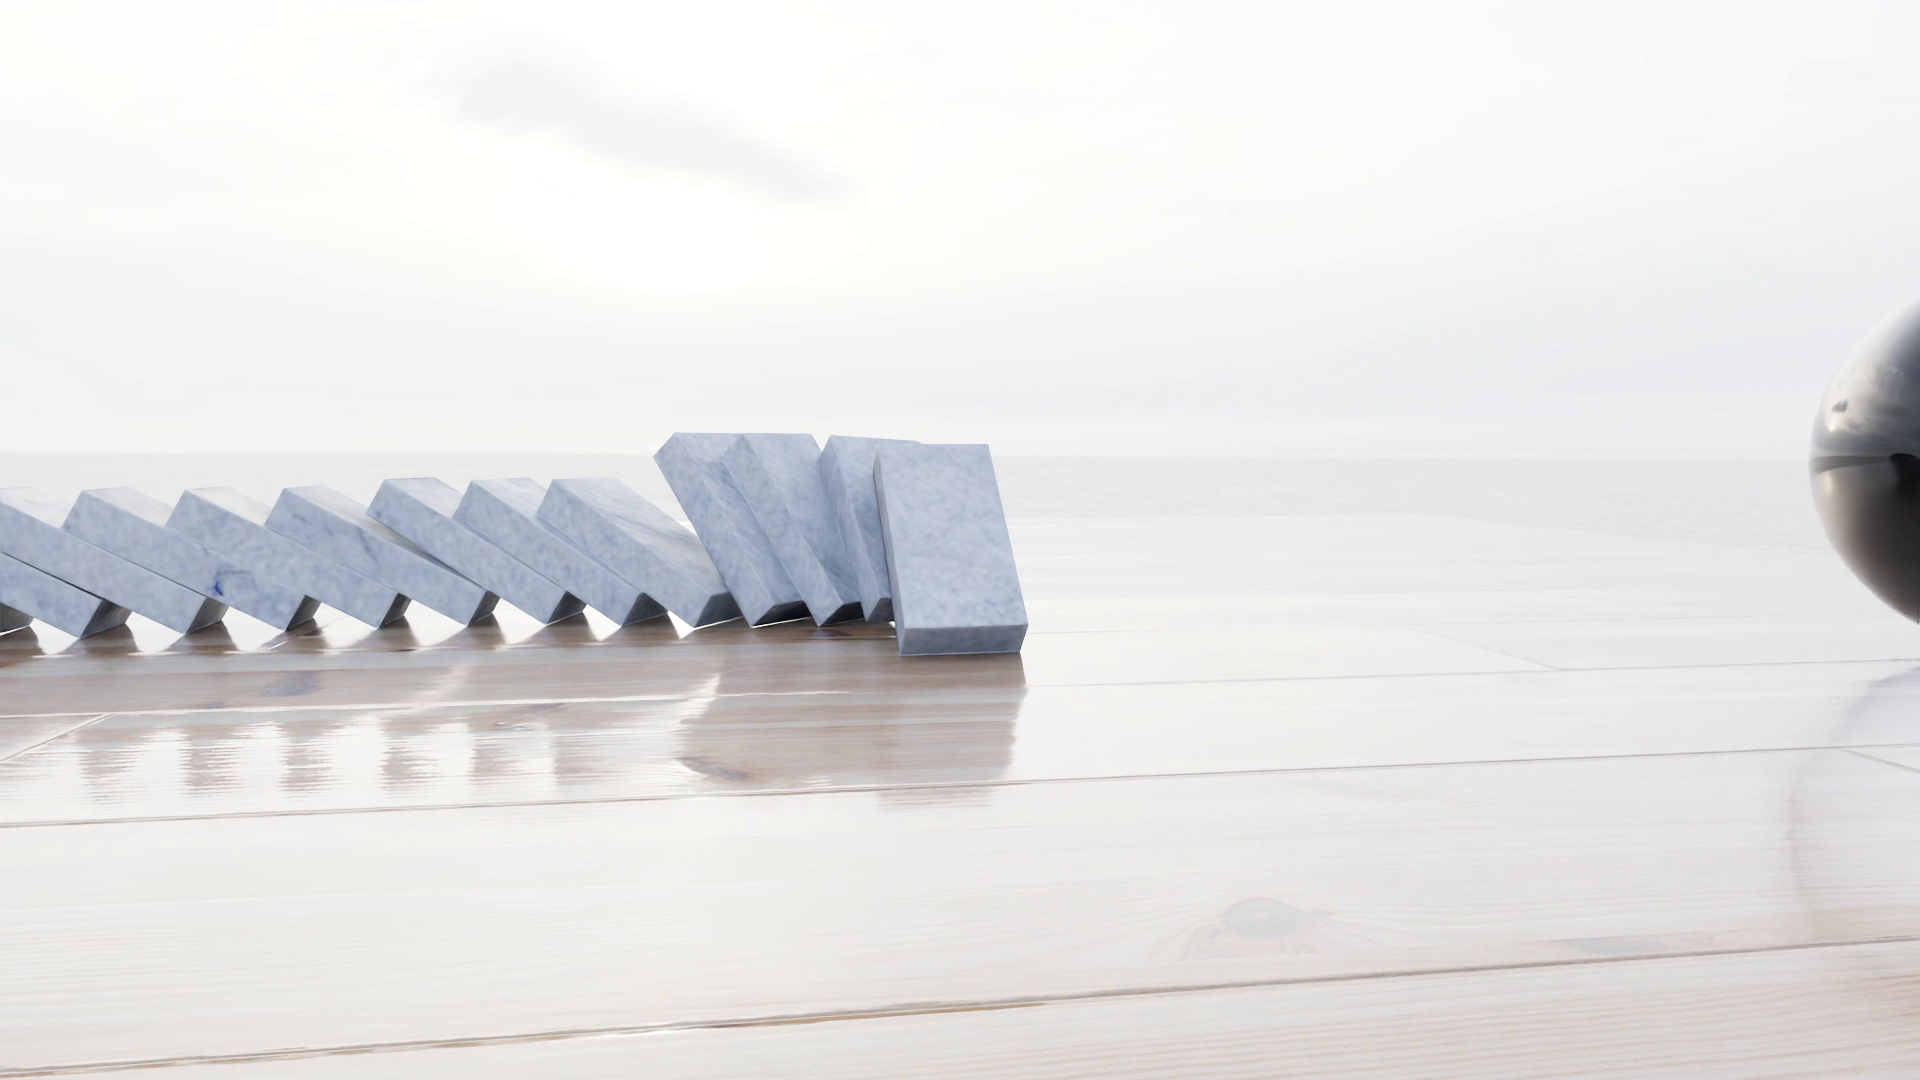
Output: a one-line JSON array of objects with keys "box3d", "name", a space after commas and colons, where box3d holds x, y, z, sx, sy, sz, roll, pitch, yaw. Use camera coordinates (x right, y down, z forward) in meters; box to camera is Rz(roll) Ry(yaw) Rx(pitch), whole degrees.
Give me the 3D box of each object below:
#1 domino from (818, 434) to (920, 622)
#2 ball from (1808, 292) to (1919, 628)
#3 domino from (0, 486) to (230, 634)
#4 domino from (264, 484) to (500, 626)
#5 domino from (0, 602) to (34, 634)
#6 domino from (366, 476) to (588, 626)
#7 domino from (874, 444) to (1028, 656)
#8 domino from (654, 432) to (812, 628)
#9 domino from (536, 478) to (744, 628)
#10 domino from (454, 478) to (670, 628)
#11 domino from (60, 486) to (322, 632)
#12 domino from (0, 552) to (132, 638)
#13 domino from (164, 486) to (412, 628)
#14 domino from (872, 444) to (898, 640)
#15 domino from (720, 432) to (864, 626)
[{"box3d": [-0.016, -0.003, 0.312, 0.025, 0.050, 0.010, 2, -39, -29], "name": "domino"}, {"box3d": [0.213, -0.016, 0.250, 0.080, 0.080, 0.080, 0, 4, 0], "name": "ball"}, {"box3d": [-0.195, 0.004, 0.292, 0.050, 0.010, 0.025, 29, -3, -13], "name": "domino"}, {"box3d": [-0.136, 0.003, 0.308, 0.050, 0.009, 0.025, 29, 0, -8], "name": "domino"}, {"box3d": [-0.233, 0.005, 0.282, 0.050, 0.010, 0.025, 30, -4, -13], "name": "domino"}, {"box3d": [-0.115, 0.002, 0.313, 0.050, 0.009, 0.025, 32, 5, 1], "name": "domino"}, {"box3d": [-0.003, 0.001, 0.272, 0.025, 0.050, 0.010, -1, -40, -12], "name": "domino"}, {"box3d": [-0.052, -0.003, 0.312, 0.010, 0.050, 0.025, -41, -18, 28], "name": "domino"}, {"box3d": [-0.075, 0.002, 0.311, 0.050, 0.010, 0.025, 34, 14, 15], "name": "domino"}, {"box3d": [-0.095, 0.002, 0.313, 0.050, 0.010, 0.025, 32, 10, 9], "name": "domino"}, {"box3d": [-0.175, 0.004, 0.298, 0.050, 0.010, 0.025, 29, -3, -13], "name": "domino"}, {"box3d": [-0.214, 0.004, 0.287, 0.050, 0.009, 0.025, 30, -3, -13], "name": "domino"}, {"box3d": [-0.156, 0.004, 0.303, 0.050, 0.009, 0.025, 28, -1, -11], "name": "domino"}, {"box3d": [-0.004, 0.000, 0.286, 0.025, 0.050, 0.009, -1, -40, -12], "name": "domino"}, {"box3d": [-0.036, -0.004, 0.314, 0.009, 0.050, 0.025, -42, -19, 29], "name": "domino"}]
